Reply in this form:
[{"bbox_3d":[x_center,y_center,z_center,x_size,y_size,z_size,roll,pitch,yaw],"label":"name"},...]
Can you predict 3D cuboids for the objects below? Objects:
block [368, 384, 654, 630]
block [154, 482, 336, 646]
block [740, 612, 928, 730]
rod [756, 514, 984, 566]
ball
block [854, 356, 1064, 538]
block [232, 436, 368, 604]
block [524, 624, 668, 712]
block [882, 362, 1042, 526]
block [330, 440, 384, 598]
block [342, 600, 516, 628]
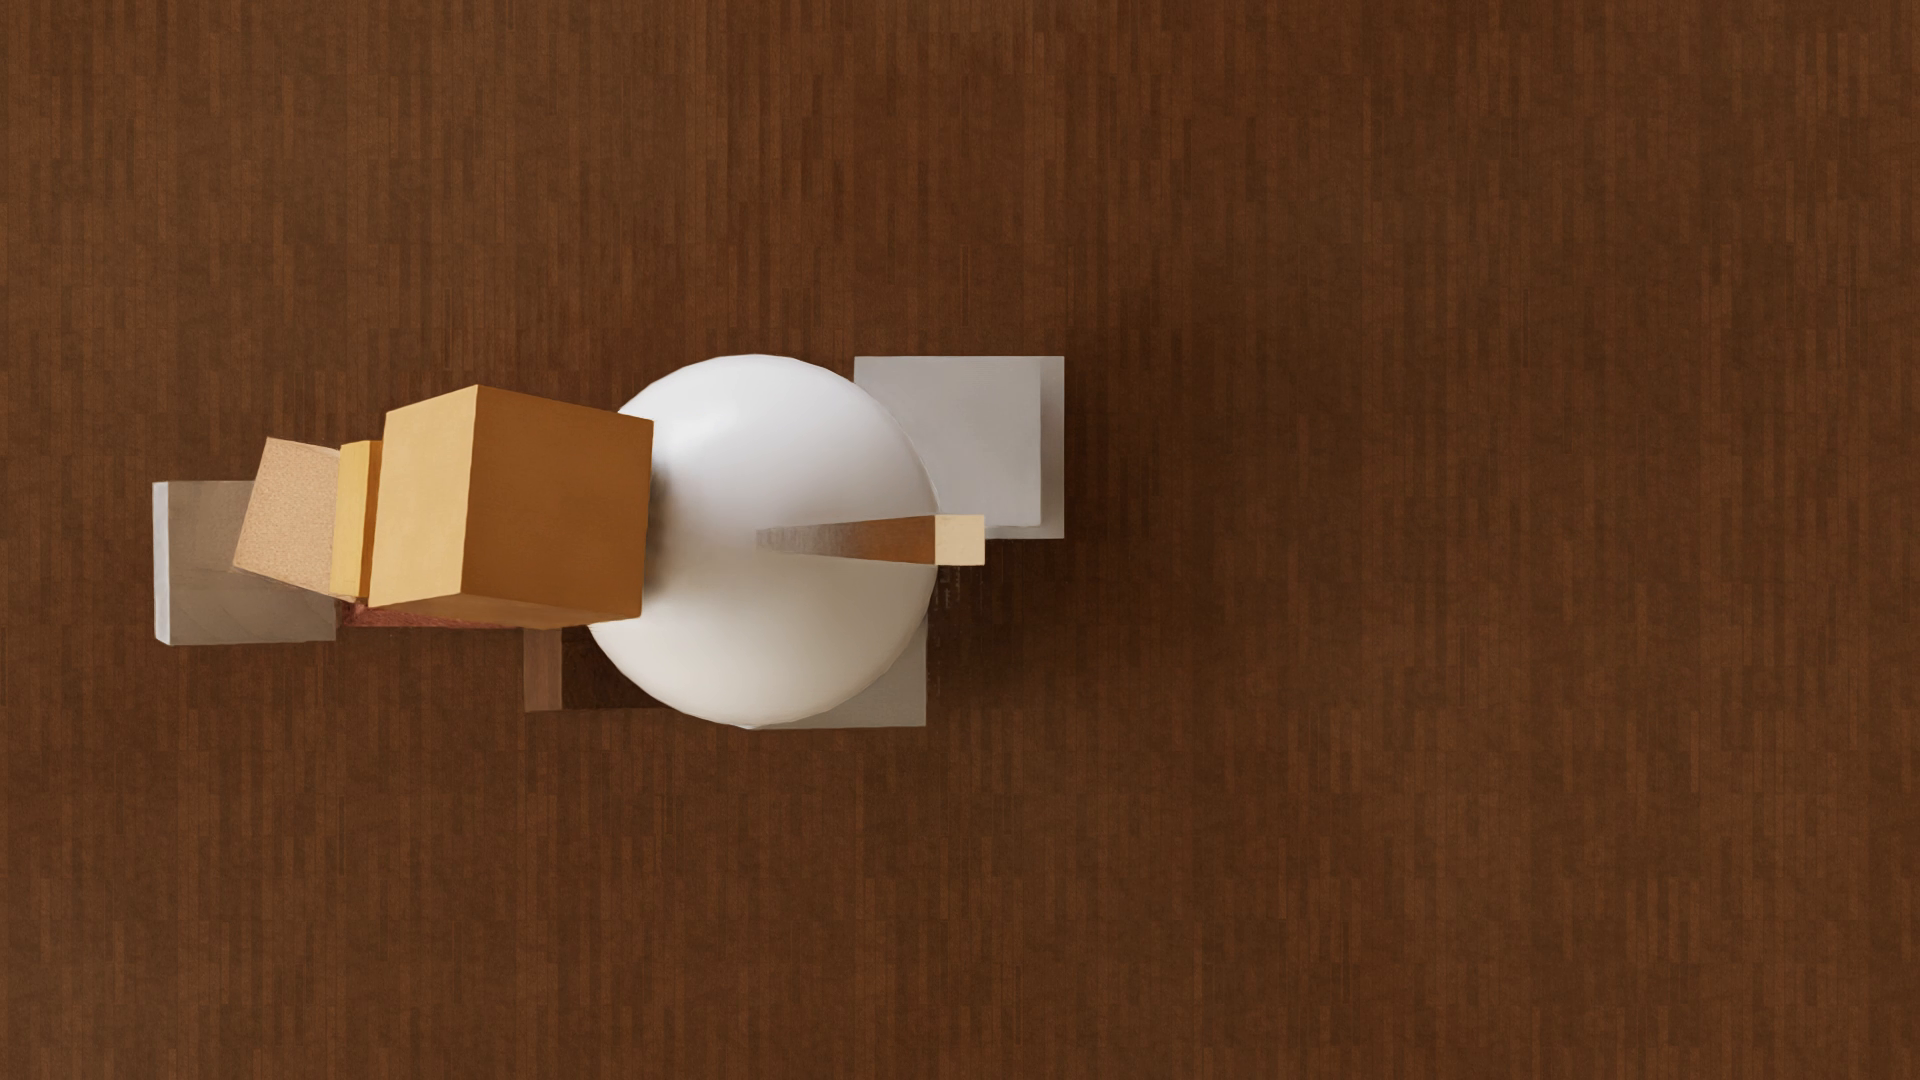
[{"bbox_3d":[-1.762,-0.103,8.643,0.773,0.765,0.784,10,78,-39],"label":"block"},{"bbox_3d":[-3.820,0.110,11.720,0.824,0.737,0.838,-1,91,-25],"label":"block"},{"bbox_3d":[-0.835,0.510,12.335,1.002,1.040,1.002,1,90,-21],"label":"block"},{"bbox_3d":[-0.382,0.000,6.071,0.080,5.200,0.080,0,90,-8],"label":"rod"},{"bbox_3d":[-0.881,0.000,9.434,1.600,1.600,1.600,0,90,0],"label":"ball"},{"bbox_3d":[-0.002,-0.506,12.509,1.145,0.981,0.994,0,90,0],"label":"block"},{"bbox_3d":[-3.077,-0.084,10.951,0.679,0.629,0.651,16,91,13],"label":"block"},{"bbox_3d":[-1.840,0.453,12.172,0.950,0.994,0.960,0,85,-22],"label":"block"},{"bbox_3d":[0.006,-0.491,11.663,0.820,0.711,0.838,0,90,0],"label":"block"},{"bbox_3d":[-2.427,-0.071,10.003,0.687,0.676,0.684,5,88,-26],"label":"block"},{"bbox_3d":[-2.794,0.007,11.894,0.939,0.879,0.853,2,82,-23],"label":"block"}]
